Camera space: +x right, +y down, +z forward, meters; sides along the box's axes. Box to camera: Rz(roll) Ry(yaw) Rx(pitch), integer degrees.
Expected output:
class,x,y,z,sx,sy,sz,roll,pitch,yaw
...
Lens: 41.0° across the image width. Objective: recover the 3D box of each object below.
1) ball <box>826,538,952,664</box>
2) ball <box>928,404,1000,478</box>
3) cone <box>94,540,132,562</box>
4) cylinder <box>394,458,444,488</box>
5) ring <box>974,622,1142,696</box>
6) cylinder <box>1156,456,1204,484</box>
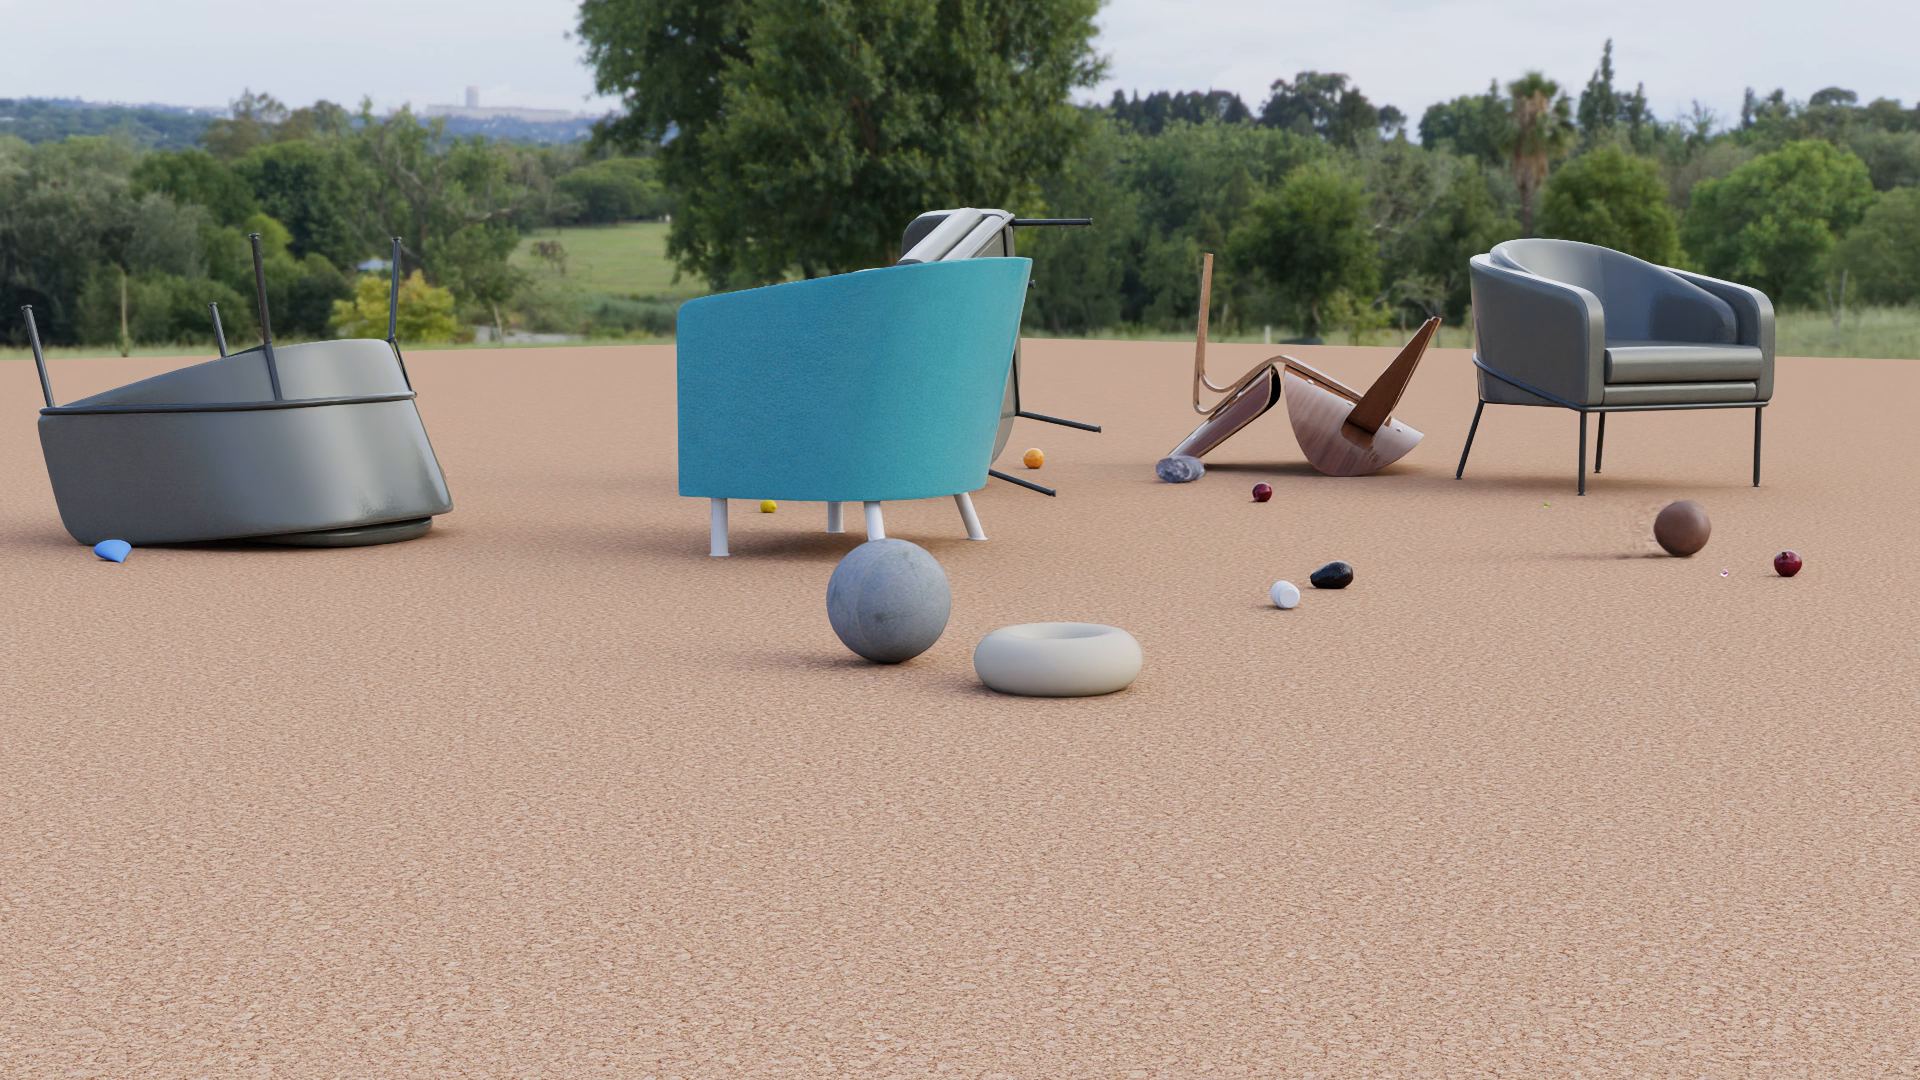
class,x,y,z,sx,sy,sz,roll,pitch,yaw
ball,-0.121,0.103,4.371,0.213,0.213,0.213,0,6,0
ball,0.014,-0.322,8.370,0.239,0.239,0.239,0,6,0
cone,-1.951,0.037,5.936,0.085,0.049,0.086,-2,22,-31
cylinder,-1.696,-0.210,8.030,0.146,0.086,0.081,-5,7,-18
ring,0.158,0.191,4.117,0.272,0.092,0.264,1,7,13
cylinder,0.705,-0.226,8.213,0.121,0.080,0.111,11,11,30
